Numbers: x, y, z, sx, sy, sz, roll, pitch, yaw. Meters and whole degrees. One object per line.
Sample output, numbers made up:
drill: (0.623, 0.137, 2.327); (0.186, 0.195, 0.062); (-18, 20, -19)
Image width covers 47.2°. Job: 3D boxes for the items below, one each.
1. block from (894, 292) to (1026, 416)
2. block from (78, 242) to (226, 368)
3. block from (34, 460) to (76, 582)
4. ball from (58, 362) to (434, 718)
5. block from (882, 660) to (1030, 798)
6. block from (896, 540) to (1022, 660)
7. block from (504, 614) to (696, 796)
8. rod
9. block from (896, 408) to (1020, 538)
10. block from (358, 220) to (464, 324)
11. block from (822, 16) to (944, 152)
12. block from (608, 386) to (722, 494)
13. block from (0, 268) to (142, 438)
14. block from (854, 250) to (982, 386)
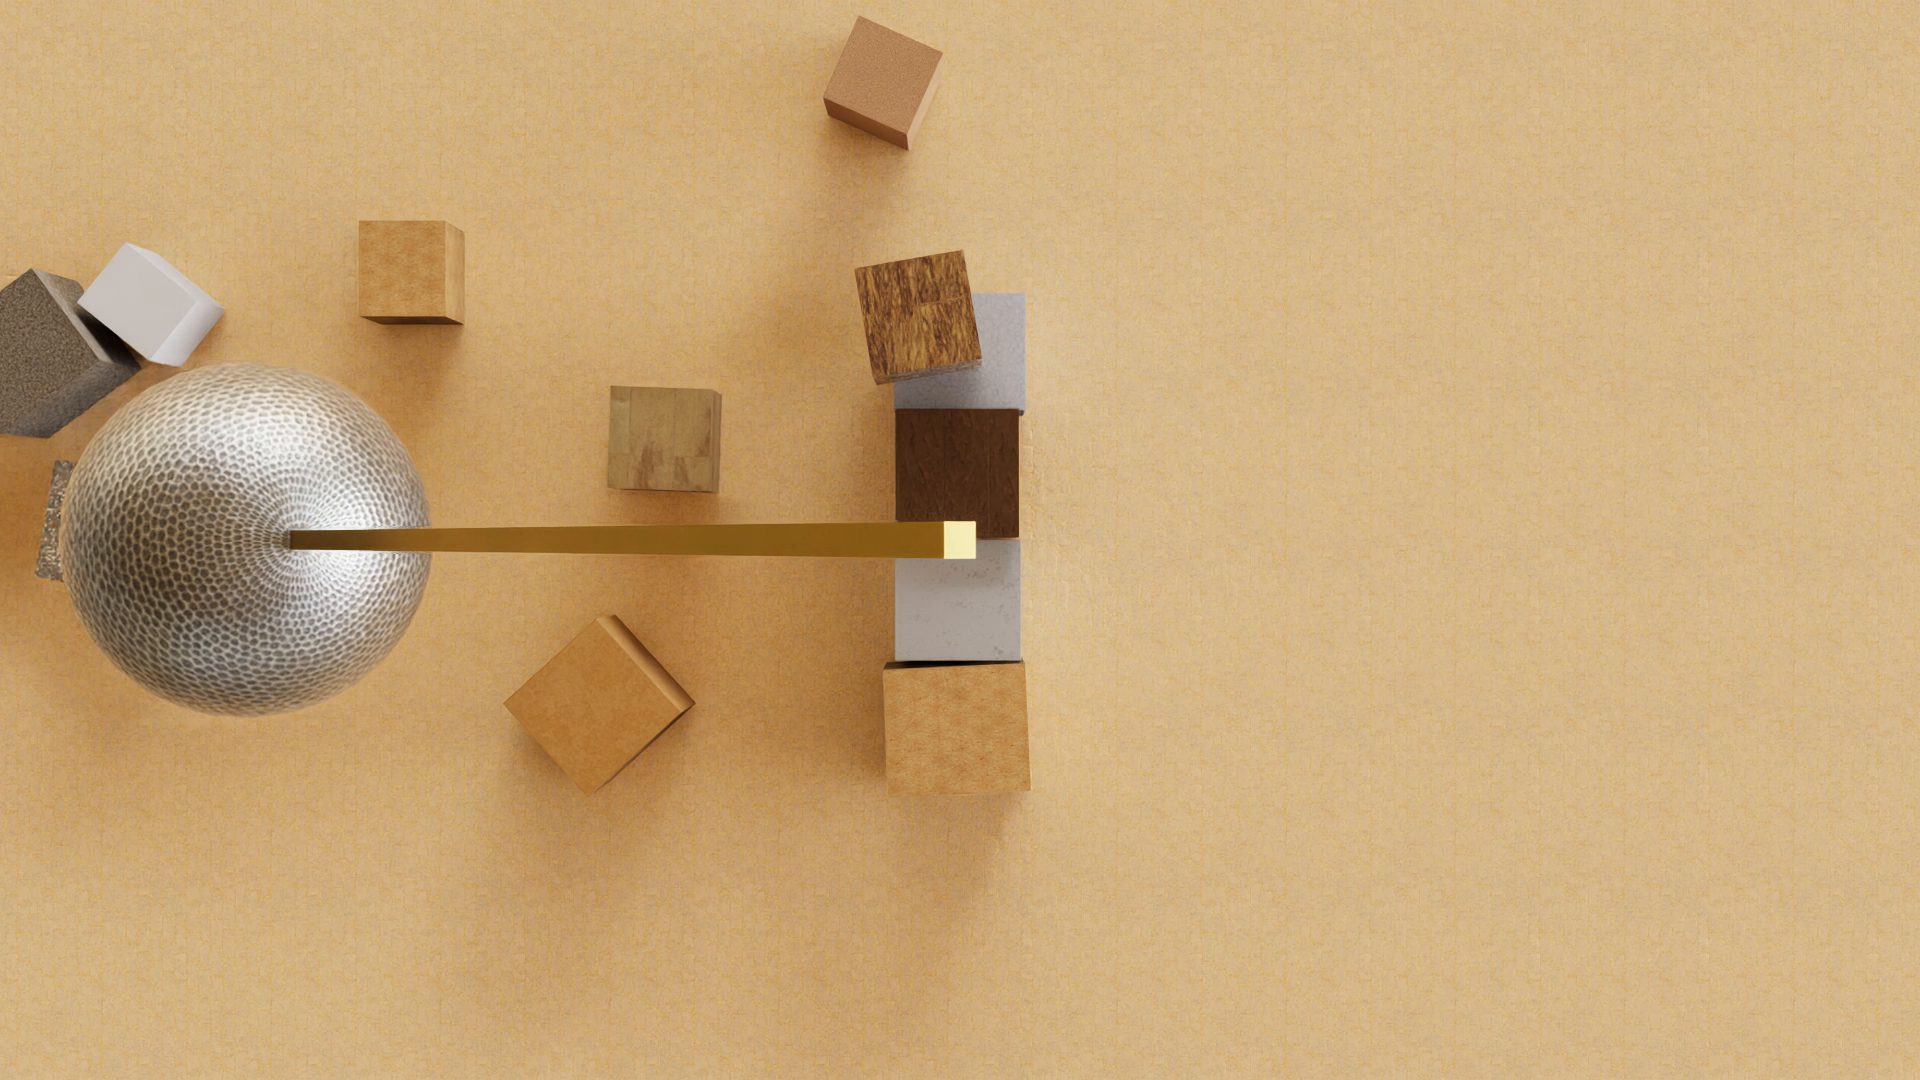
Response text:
block: (-0.002, -1.062, 12.703); (0.744, 0.594, 0.661); (0, 90, 0)
block: (-4.678, -1.357, 12.751); (0.528, 0.497, 0.440); (39, 90, 0)
block: (-4.831, -0.066, 12.678); (0.633, 0.643, 0.665); (10, 90, 0)
ball: (-3.182, 0.000, 9.867); (1.600, 1.600, 1.600); (0, 90, 0)
block: (-0.018, 1.062, 12.629); (0.796, 0.741, 0.713); (-3, 90, 0)
block: (-0.011, 0.336, 12.651); (0.705, 0.698, 0.675); (0, 90, 0)
block: (-2.058, 0.939, 12.644); (0.704, 0.712, 0.708); (-42, 90, 0)
rod: (-1.379, 0.000, 6.985); (0.080, 5.200, 0.080); (0, 90, -32)
block: (-0.015, -0.370, 12.593); (0.685, 0.813, 0.713); (0, 90, 0)
block: (-3.174, -1.546, 12.756); (0.492, 0.489, 0.544); (0, 90, 0)
block: (-0.437, -2.636, 12.729); (0.523, 0.542, 0.507); (24, 90, 0)
block: (-1.703, -0.576, 12.730); (0.574, 0.541, 0.579); (2, 90, 0)
block: (-5.304, -1.063, 12.676); (0.696, 0.649, 0.644); (-36, 90, 0)
block: (-0.225, -1.216, 12.107); (0.596, 0.598, 0.595); (-10, 90, 0)
